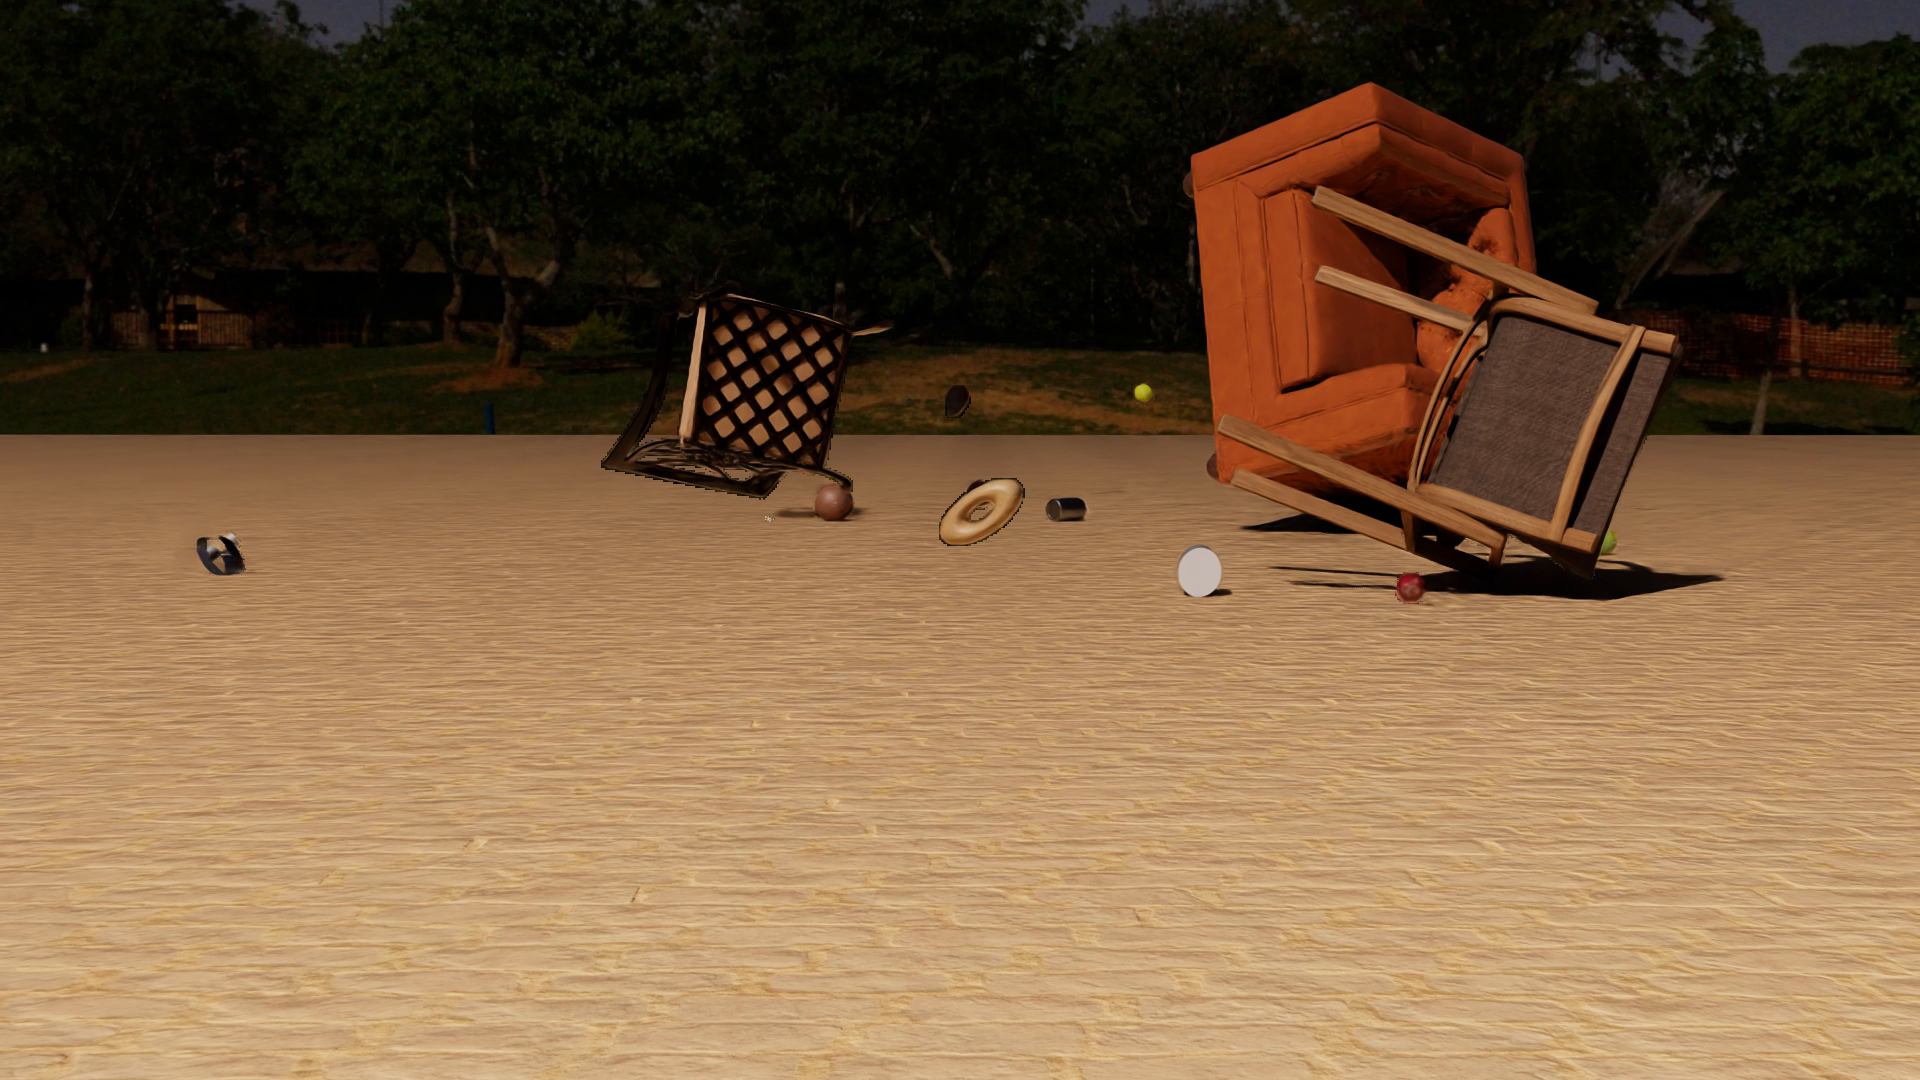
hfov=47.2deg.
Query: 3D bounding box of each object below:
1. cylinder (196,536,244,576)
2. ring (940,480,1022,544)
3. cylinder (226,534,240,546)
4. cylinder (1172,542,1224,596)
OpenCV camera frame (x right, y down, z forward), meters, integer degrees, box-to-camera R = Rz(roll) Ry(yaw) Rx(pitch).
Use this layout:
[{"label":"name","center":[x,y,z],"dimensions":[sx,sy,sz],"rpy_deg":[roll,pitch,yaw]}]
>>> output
[{"label":"cylinder","center":[-1.791,0.039,5.324],"dimensions":[0.058,0.111,0.066],"rpy_deg":[-45,-13,20]},{"label":"ring","center":[0.046,-0.062,4.820],"dimensions":[0.213,0.101,0.061],"rpy_deg":[-34,-1,17]},{"label":"cylinder","center":[-1.881,0.024,5.615],"dimensions":[0.032,0.081,0.045],"rpy_deg":[41,-18,12]},{"label":"cylinder","center":[0.521,0.067,4.796],"dimensions":[0.093,0.107,0.098],"rpy_deg":[22,-8,22]}]
